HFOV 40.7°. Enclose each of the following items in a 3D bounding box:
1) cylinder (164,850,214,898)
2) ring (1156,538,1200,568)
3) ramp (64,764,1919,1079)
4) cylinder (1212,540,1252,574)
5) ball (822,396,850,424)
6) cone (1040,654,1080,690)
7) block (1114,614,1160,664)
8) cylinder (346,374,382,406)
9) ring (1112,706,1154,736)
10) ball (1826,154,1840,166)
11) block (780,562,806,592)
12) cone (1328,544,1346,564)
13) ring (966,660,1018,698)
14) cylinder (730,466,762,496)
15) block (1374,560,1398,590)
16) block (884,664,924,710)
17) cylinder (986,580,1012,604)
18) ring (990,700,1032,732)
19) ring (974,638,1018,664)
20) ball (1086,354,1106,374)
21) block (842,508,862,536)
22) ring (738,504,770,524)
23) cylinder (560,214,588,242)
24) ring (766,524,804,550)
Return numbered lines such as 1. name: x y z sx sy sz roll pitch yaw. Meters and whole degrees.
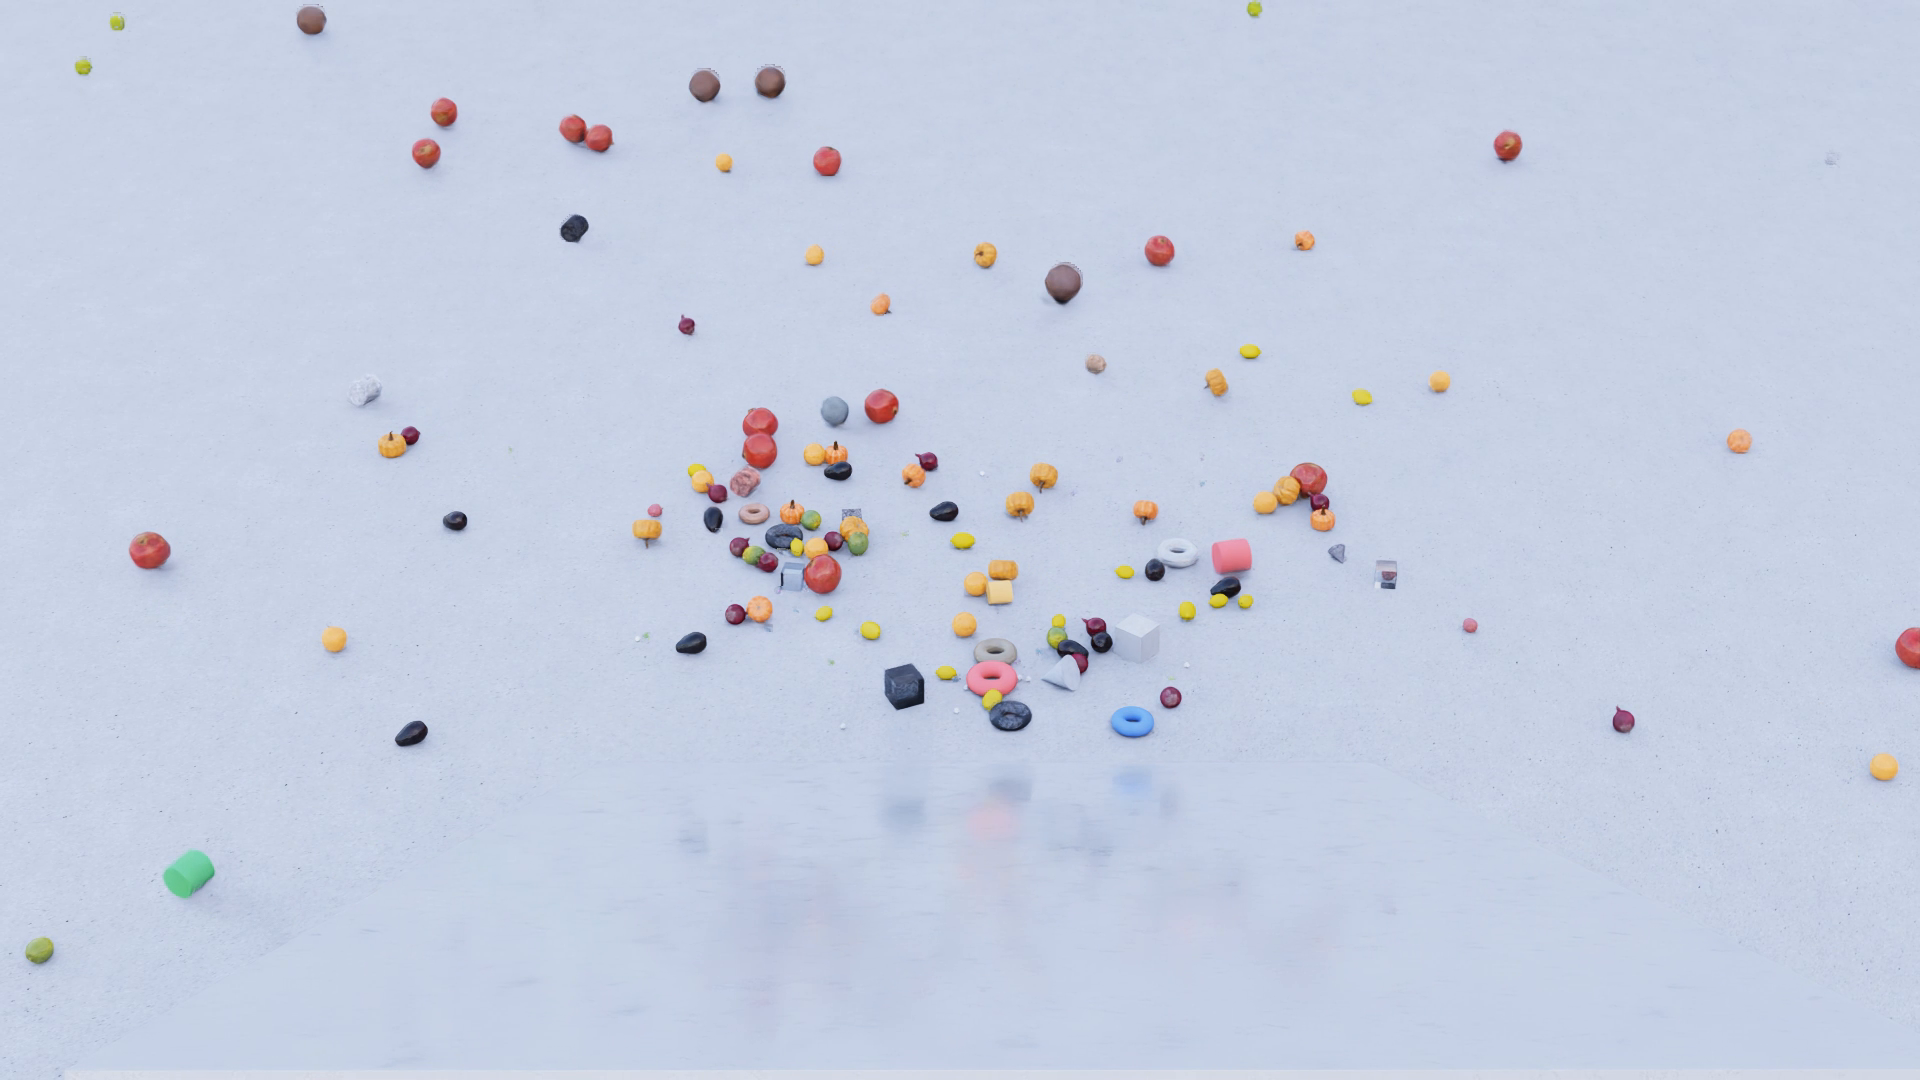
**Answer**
1. cylinder: -1.895 0.820 6.365 0.086 0.086 0.086 15 34 23
2. ring: 0.648 0.038 7.706 0.131 0.044 0.131 0 32 0
3. ramp: 0.069 0.613 4.687 2.000 0.100 4.000 0 0 0
4. cylinder: 0.802 0.049 7.641 0.093 0.093 0.093 -7 32 -12
5. ball: -0.406 -0.420 8.421 0.091 0.091 0.091 0 31 0
6. cone: 0.264 0.375 7.145 0.100 0.100 0.100 -14 22 31
7. block: 0.497 0.277 7.264 0.090 0.090 0.090 23 38 33
8. cylinder: -1.968 -0.496 8.556 0.082 0.082 0.082 17 35 26
9. ring: 0.464 0.488 6.963 0.116 0.039 0.116 1 31 -1
10. ball: 3.458 -1.506 10.262 0.053 0.053 0.053 0 31 0
11. block: -0.488 0.108 7.573 0.060 0.060 0.060 5 31 8
12. cone: 1.130 0.049 7.706 0.055 0.055 0.055 -9 59 -15
13. ring: 0.088 0.383 7.131 0.143 0.048 0.143 -1 32 0
14. cylinder: -0.666 -0.181 8.045 0.070 0.070 0.070 17 35 25
15. block: 1.247 0.101 7.585 0.061 0.061 0.061 4 31 6
16. block: -0.152 0.400 7.066 0.082 0.082 0.082 -13 34 -21
17. cylinder: 0.115 0.151 7.497 0.065 0.065 0.065 -5 31 -8
18. ring: 0.136 0.474 6.987 0.116 0.039 0.116 -1 32 1
19. ring: 0.099 0.317 7.246 0.123 0.041 0.123 -1 32 1
20. ball: 0.459 -0.594 8.734 0.067 0.067 0.067 0 31 0
21. block: -0.327 -0.055 7.846 0.058 0.058 0.058 -3 31 -4
22. ring: -0.629 -0.081 7.915 0.097 0.032 0.097 -1 31 1
23. cylinder: -1.439 -1.161 9.663 0.080 0.080 0.080 7 32 11
24. ring: -0.529 -0.010 7.791 0.116 0.039 0.116 1 32 -1
